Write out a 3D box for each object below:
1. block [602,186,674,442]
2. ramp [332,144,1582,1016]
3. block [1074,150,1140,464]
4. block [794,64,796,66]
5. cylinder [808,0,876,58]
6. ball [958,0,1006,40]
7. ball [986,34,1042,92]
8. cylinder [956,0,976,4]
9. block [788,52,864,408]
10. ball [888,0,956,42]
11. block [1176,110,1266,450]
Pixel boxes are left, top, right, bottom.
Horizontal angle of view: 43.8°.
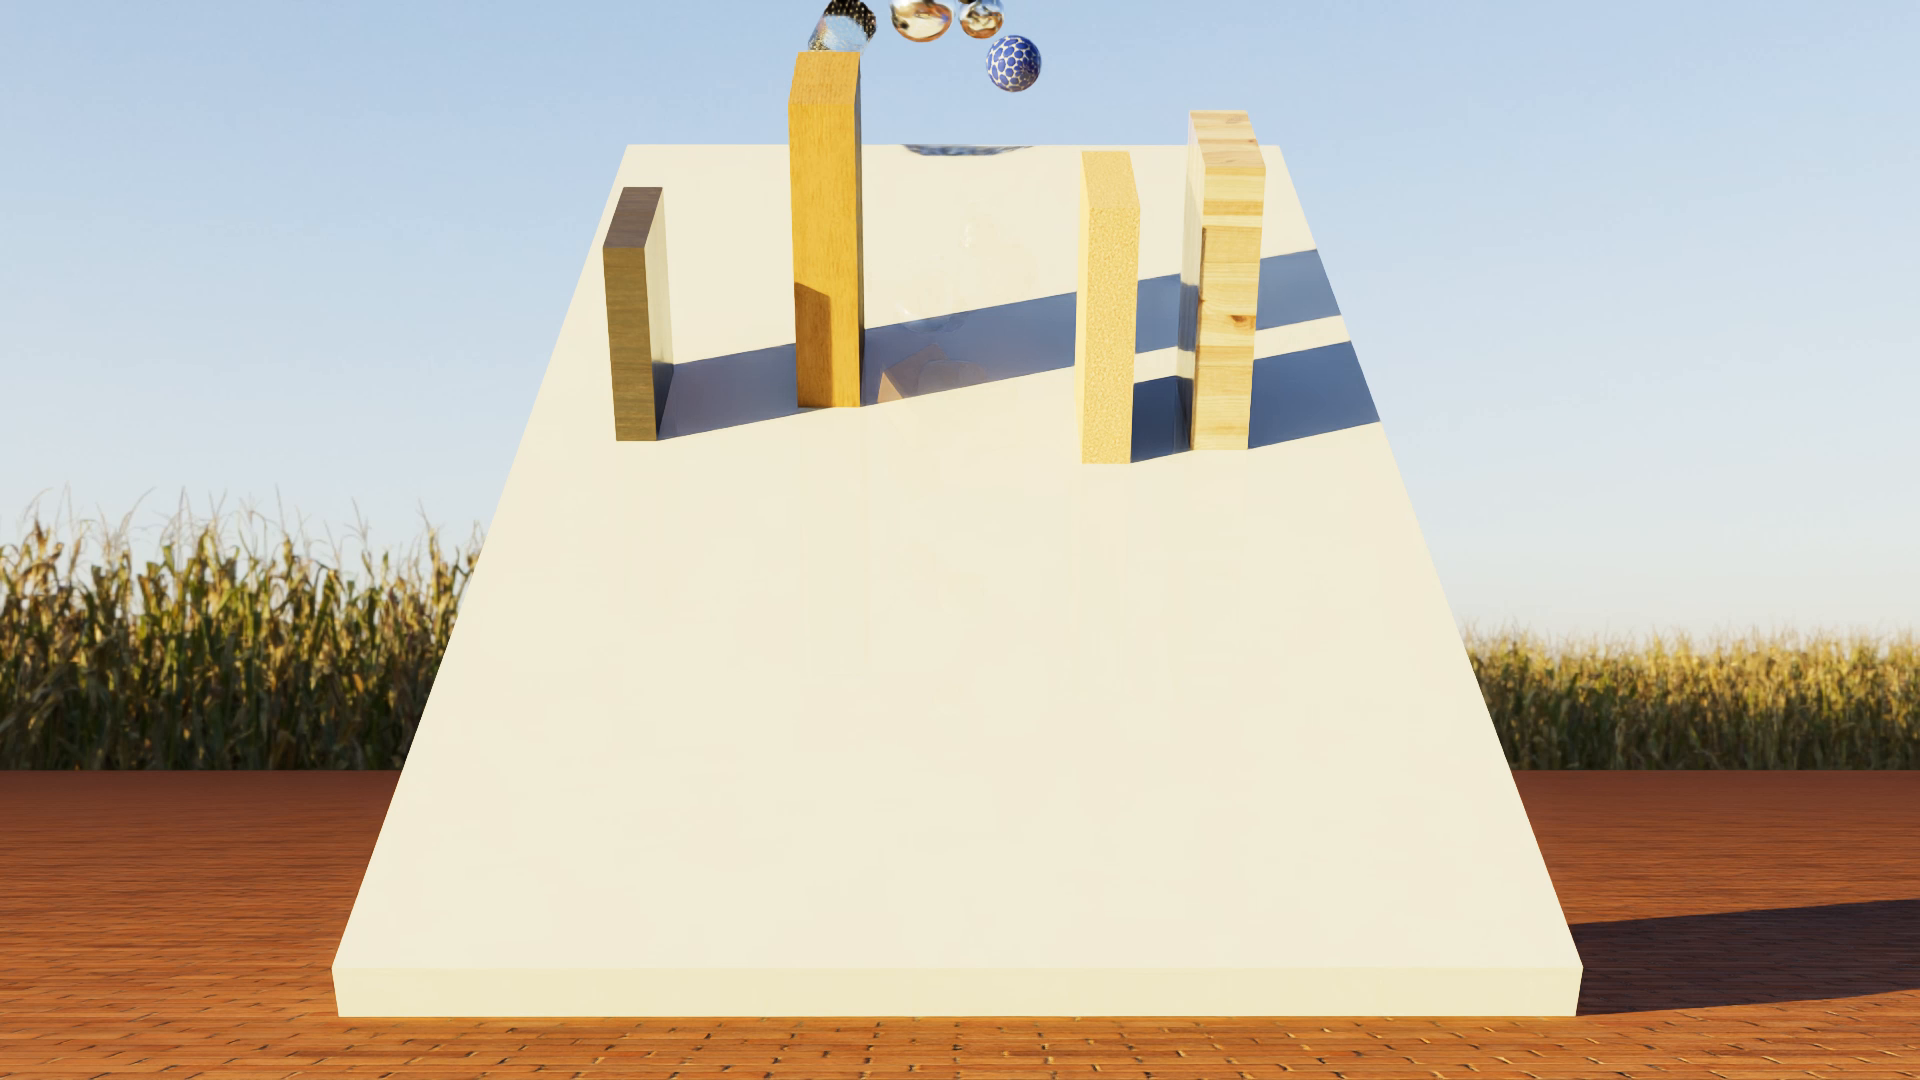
[{"bbox_3d":[-0.746,-0.529,5.567,0.093,0.475,0.393,0,28,0],"label":"block"},{"bbox_3d":[-0.012,-0.221,5.605,2.000,0.100,4.000,0,28,0],"label":"ramp"},{"bbox_3d":[0.331,-0.530,5.430,0.109,0.611,0.372,0,28,0],"label":"block"},{"bbox_3d":[-0.392,-1.335,7.066,0.159,0.159,0.159,-5,10,7],"label":"block"},{"bbox_3d":[-0.353,-1.508,7.151,0.164,0.164,0.164,2,-23,-22],"label":"cylinder"},{"bbox_3d":[0.066,-1.624,7.393,0.146,0.146,0.146,0,-5,0],"label":"ball"},{"bbox_3d":[0.159,-1.408,7.065,0.167,0.167,0.167,0,-5,0],"label":"ball"},{"bbox_3d":[-0.018,-1.619,6.773,0.155,0.155,0.155,31,9,26],"label":"cylinder"},{"bbox_3d":[-0.311,-0.737,5.673,0.147,0.743,0.403,0,28,0],"label":"block"},{"bbox_3d":[-0.113,-1.576,7.078,0.202,0.202,0.202,0,-5,0],"label":"ball"},{"bbox_3d":[0.593,-0.598,5.487,0.131,0.679,0.391,0,28,0],"label":"block"}]
